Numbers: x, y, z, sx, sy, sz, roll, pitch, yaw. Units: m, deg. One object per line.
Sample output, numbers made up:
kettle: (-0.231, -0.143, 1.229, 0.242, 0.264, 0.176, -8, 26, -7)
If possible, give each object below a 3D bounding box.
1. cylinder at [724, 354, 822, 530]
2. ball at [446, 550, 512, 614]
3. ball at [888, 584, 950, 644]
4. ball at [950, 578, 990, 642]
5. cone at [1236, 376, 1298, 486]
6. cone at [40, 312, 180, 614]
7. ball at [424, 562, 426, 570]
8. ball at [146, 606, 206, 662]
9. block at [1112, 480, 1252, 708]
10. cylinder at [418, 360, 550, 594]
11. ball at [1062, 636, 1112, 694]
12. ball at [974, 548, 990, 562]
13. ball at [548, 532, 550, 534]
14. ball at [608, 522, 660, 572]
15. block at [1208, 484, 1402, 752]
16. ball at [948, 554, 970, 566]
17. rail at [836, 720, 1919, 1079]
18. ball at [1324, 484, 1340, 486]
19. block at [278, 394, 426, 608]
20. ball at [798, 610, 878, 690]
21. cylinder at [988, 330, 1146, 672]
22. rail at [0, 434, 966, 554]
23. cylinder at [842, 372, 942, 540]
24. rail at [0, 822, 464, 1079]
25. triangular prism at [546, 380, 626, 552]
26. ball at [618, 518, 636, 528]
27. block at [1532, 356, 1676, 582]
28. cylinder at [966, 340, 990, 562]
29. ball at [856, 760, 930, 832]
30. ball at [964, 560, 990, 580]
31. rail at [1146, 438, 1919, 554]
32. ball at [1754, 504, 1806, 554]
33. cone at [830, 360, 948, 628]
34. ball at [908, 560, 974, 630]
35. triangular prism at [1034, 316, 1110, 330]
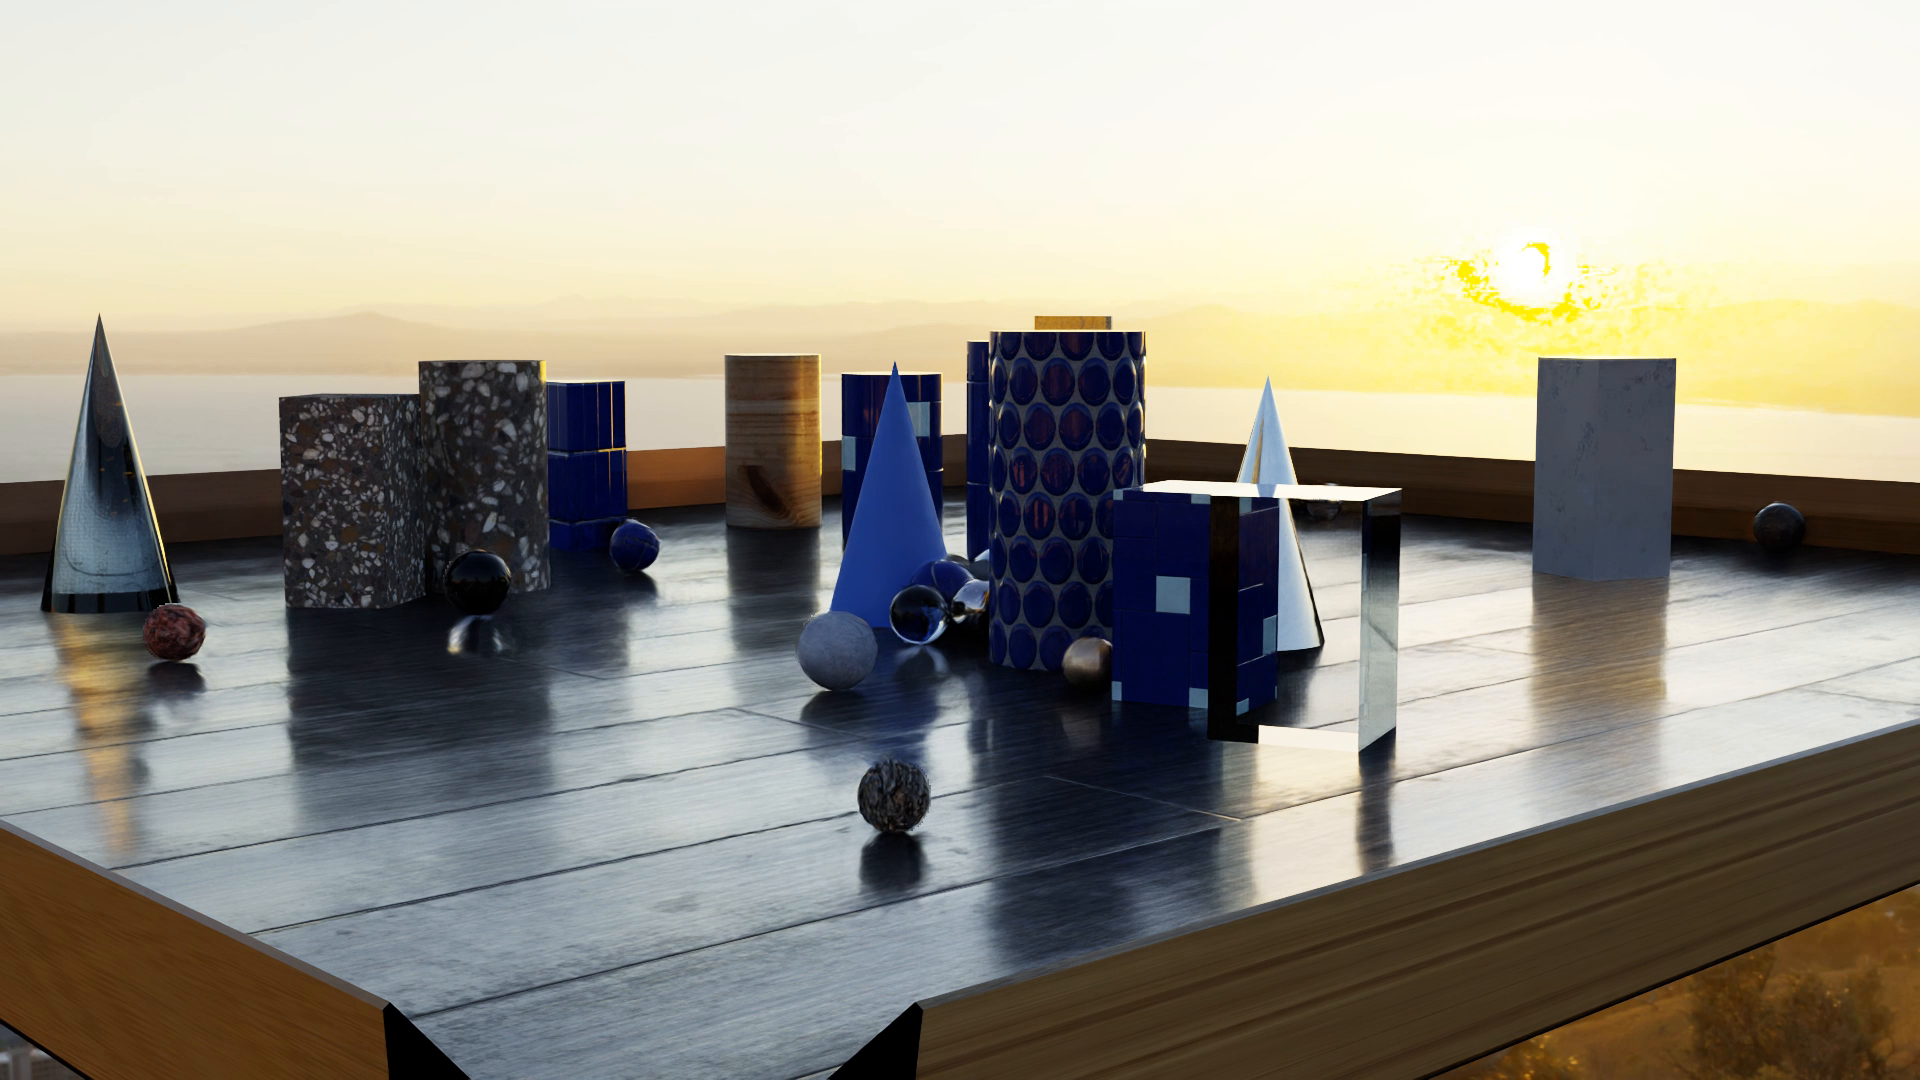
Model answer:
cylinder: (-0.388, -0.208, 4.572, 0.200, 0.355, 0.200, 0, 6, 0)
ball: (-0.707, 0.062, 3.234, 0.095, 0.095, 0.095, 0, 6, 0)
ball: (-0.055, 0.100, 2.944, 0.081, 0.081, 0.081, 0, 6, 0)
ball: (0.028, 0.095, 2.972, 0.085, 0.085, 0.085, 0, 6, 0)
cone: (0.422, -0.049, 3.028, 0.200, 0.359, 0.200, 0, 6, 0)
cone: (-1.292, -0.122, 3.323, 0.200, 0.445, 0.200, 0, 6, 0)
ball: (-0.893, 0.042, 3.503, 0.079, 0.079, 0.079, 0, 6, 0)
ball: (-1.000, 0.119, 2.804, 0.072, 0.072, 0.072, 0, 6, 0)
block: (0.283, 0.060, 2.549, 0.160, 0.242, 0.160, 3, 7, 29)
cylinder: (-0.767, -0.106, 3.548, 0.200, 0.365, 0.200, 0, 6, 0)
ball: (0.153, 0.145, 2.570, 0.067, 0.067, 0.067, 0, 6, 0)
ball: (0.063, 0.058, 3.261, 0.099, 0.099, 0.099, 0, 6, 0)
ball: (-0.781, -0.009, 3.922, 0.095, 0.095, 0.095, 0, 6, 0)
ball: (-0.558, 0.012, 3.765, 0.085, 0.085, 0.085, 0, 6, 0)
block: (0.364, 0.077, 2.319, 0.160, 0.256, 0.160, 3, 7, 25)
ball: (-0.015, 0.062, 3.311, 0.081, 0.081, 0.081, 0, 6, 0)
rail: (1.141, 0.162, 2.101, 3.557, 0.130, 0.045, -5, 8, -42)
ball: (0.803, -0.085, 4.747, 0.075, 0.075, 0.075, 0, 6, 0)
block: (-0.930, -0.063, 3.376, 0.160, 0.316, 0.160, 1, 6, 7)
ball: (-0.144, 0.130, 2.590, 0.094, 0.094, 0.094, 0, 6, 0)
cylinder: (0.136, -0.056, 2.805, 0.200, 0.420, 0.200, 0, 6, 0)
rail: (-1.141, -0.094, 4.562, 3.557, 0.130, 0.045, -5, 8, -42)
cylinder: (-0.134, -0.168, 4.343, 0.200, 0.323, 0.200, 0, 6, 0)
rail: (-1.290, 0.157, 2.148, 0.045, 0.130, 3.414, -5, 8, -42)
triangular prism: (-0.705, -0.146, 4.187, 0.150, 0.313, 0.173, -4, 7, -33)
ball: (-0.631, -0.015, 4.199, 0.050, 0.050, 0.050, 0, 6, 0)
block: (1.090, -0.126, 3.725, 0.160, 0.367, 0.160, -2, 6, -23)
cylinder: (0.110, -0.130, 3.631, 0.200, 0.396, 0.200, 0, 6, 0)
ball: (-0.057, 0.219, 1.884, 0.062, 0.062, 0.062, 0, 6, 0)
ball: (0.036, 0.072, 3.172, 0.089, 0.089, 0.089, 0, 6, 0)
rail: (1.290, -0.089, 4.515, 0.045, 0.130, 3.414, -5, 8, -42)
ball: (1.512, -0.022, 4.057, 0.092, 0.092, 0.092, 0, 6, 0)
cone: (-0.094, -0.074, 3.189, 0.200, 0.375, 0.200, 0, 6, 0)
ball: (-0.025, 0.077, 3.074, 0.100, 0.100, 0.100, 0, 6, 0)
triangular prism: (0.260, -0.228, 4.380, 0.173, 0.435, 0.150, 4, 7, 35)
